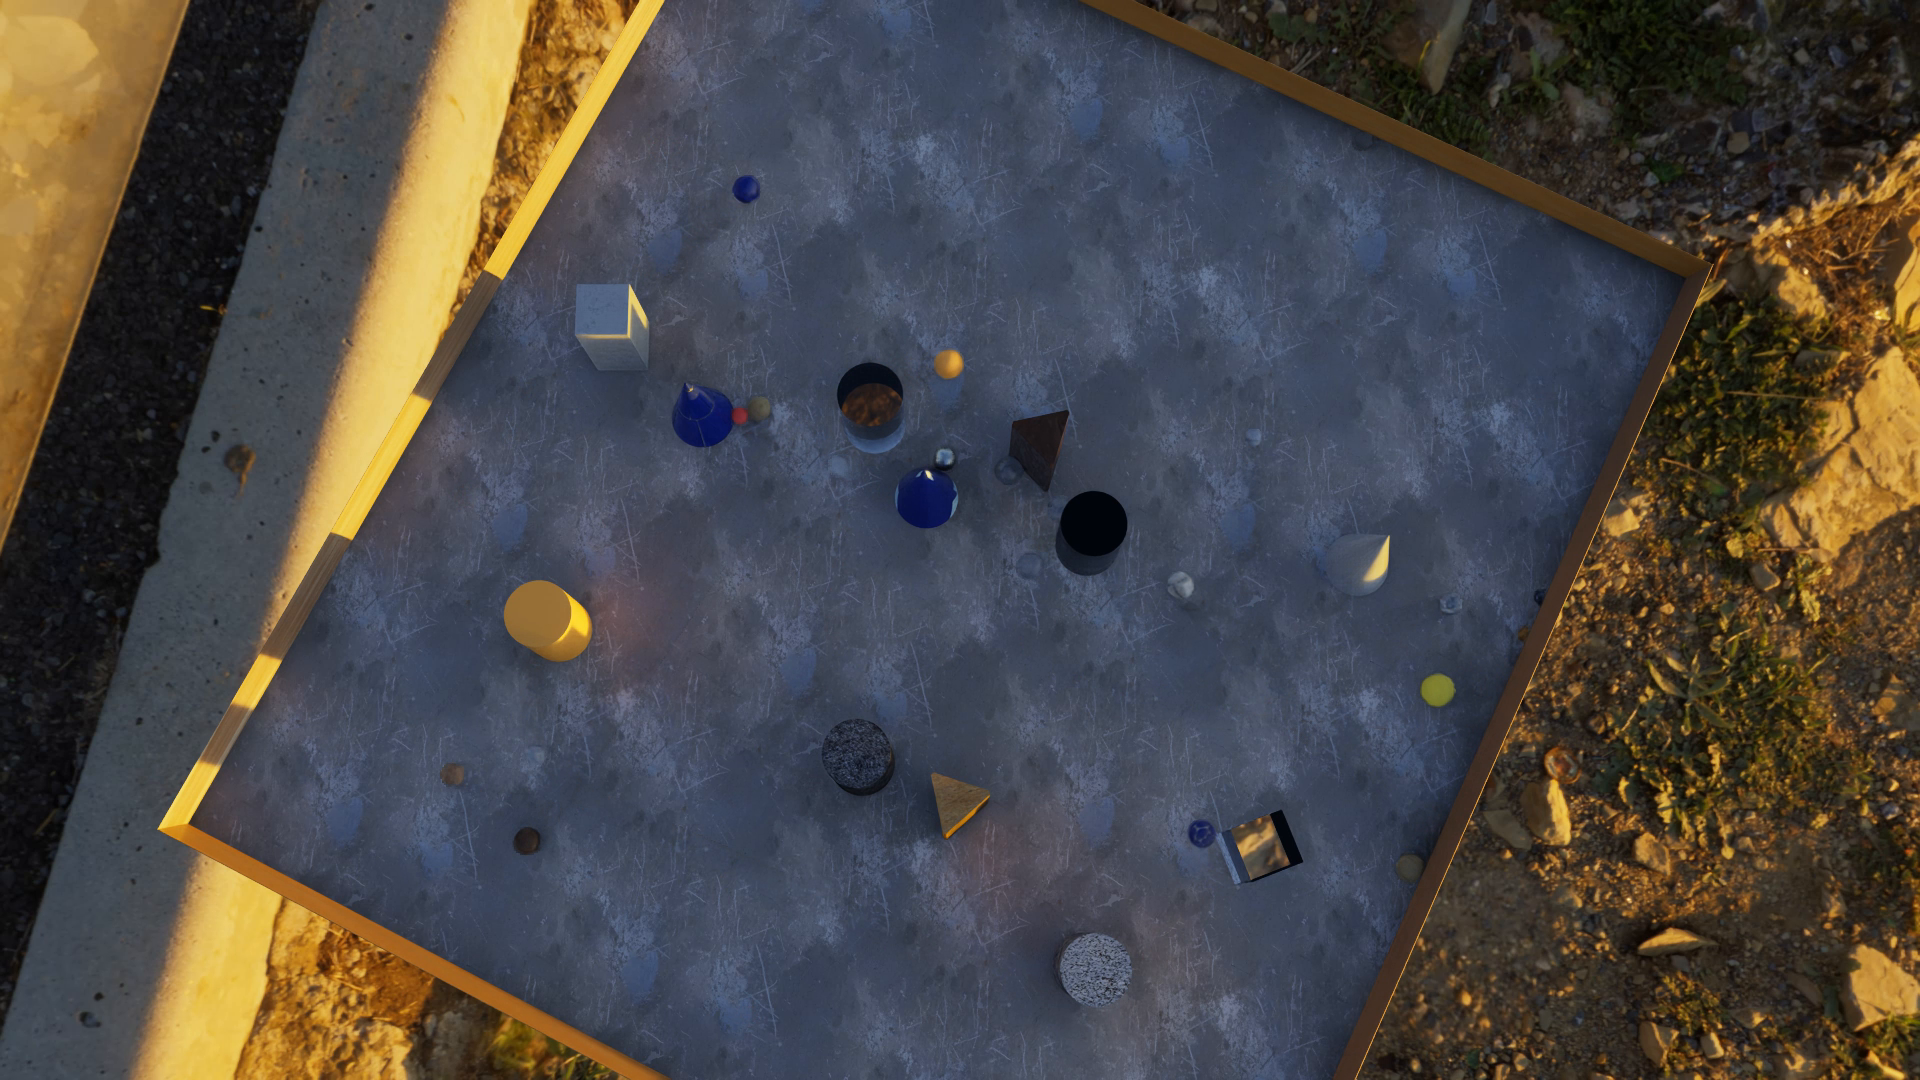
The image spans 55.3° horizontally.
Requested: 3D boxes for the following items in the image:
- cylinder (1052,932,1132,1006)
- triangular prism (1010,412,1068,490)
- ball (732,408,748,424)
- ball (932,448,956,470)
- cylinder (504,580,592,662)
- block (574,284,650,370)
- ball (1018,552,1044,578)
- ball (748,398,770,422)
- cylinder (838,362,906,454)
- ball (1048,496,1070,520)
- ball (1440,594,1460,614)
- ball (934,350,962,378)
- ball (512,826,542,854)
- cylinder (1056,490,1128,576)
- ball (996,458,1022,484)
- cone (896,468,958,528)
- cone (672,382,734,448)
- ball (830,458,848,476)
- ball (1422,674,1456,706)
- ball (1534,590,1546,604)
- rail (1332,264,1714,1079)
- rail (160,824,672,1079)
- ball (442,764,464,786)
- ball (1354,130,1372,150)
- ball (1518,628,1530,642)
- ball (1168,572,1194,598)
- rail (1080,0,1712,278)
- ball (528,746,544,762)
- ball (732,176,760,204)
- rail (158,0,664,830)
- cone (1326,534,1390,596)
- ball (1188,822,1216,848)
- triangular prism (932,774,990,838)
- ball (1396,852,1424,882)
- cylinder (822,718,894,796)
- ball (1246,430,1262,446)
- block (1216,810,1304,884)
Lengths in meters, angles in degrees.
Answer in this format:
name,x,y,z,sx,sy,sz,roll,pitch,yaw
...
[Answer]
name,x,y,z,sx,sy,sz,roll,pitch,yaw
cylinder,0.368,1.204,5.156,0.195,0.414,0.195,0,78,0
triangular prism,0.263,-0.292,5.497,0.146,0.352,0.169,-42,81,-8
ball,-0.681,-0.383,5.670,0.051,0.051,0.051,0,78,0
ball,-0.049,-0.249,5.631,0.073,0.073,0.073,0,78,0
cylinder,-1.213,0.242,5.412,0.195,0.302,0.195,0,78,0
block,-1.053,-0.642,5.567,0.156,0.357,0.156,0,78,0
ball,0.214,0.077,5.560,0.080,0.080,0.080,0,78,0
ball,-0.621,-0.403,5.663,0.072,0.072,0.072,0,78,0
cylinder,-0.264,-0.395,5.534,0.195,0.321,0.195,0,78,0
ball,0.304,-0.095,5.598,0.075,0.075,0.075,0,78,0
ball,1.483,0.194,5.546,0.059,0.059,0.059,0,78,0
ball,-0.037,-0.545,5.683,0.091,0.091,0.091,0,78,0
ball,-1.273,0.884,5.395,0.085,0.085,0.085,0,78,0
cylinder,0.389,-0.017,5.463,0.195,0.308,0.195,0,78,0
ball,0.149,-0.212,5.617,0.076,0.076,0.076,0,78,0
cone,-0.103,-0.167,5.468,0.195,0.359,0.195,0,78,0
cone,-0.798,-0.420,5.507,0.195,0.385,0.195,0,78,0
ball,-0.372,-0.226,5.634,0.057,0.057,0.057,0,78,0
ball,1.429,0.448,5.474,0.097,0.097,0.097,0,78,0
ball,1.762,0.175,5.559,0.042,0.042,0.042,0,78,0
rail,1.497,0.740,5.398,0.045,0.126,3.629,26,80,5
rail,-0.801,1.575,5.225,3.395,0.126,0.045,26,80,5
ball,-1.503,0.697,5.440,0.063,0.063,0.063,0,78,0
ball,1.286,-1.275,5.849,0.061,0.061,0.061,0,78,0
ball,1.707,0.287,5.534,0.044,0.044,0.044,0,78,0
ball,0.669,0.139,5.547,0.079,0.079,0.079,0,78,0
rail,0.801,-1.562,5.874,3.395,0.126,0.045,26,80,5
ball,-1.265,0.639,5.460,0.048,0.048,0.048,0,78,0
ball,-0.678,-1.109,5.803,0.084,0.084,0.084,0,78,0
rail,-1.497,-0.726,5.701,0.045,0.126,3.629,26,80,5
cone,1.212,0.031,5.388,0.195,0.435,0.195,0,78,0
ball,0.713,0.868,5.396,0.080,0.080,0.080,0,78,0
triangular prism,-0.029,0.740,5.259,0.169,0.401,0.146,-41,81,-8
ball,1.322,0.959,5.376,0.082,0.082,0.082,0,78,0
cylinder,-0.292,0.633,5.315,0.195,0.333,0.195,0,78,0
ball,0.906,-0.314,5.656,0.049,0.049,0.049,0,78,0
block,0.856,0.885,5.267,0.156,0.325,0.156,-20,79,-4
